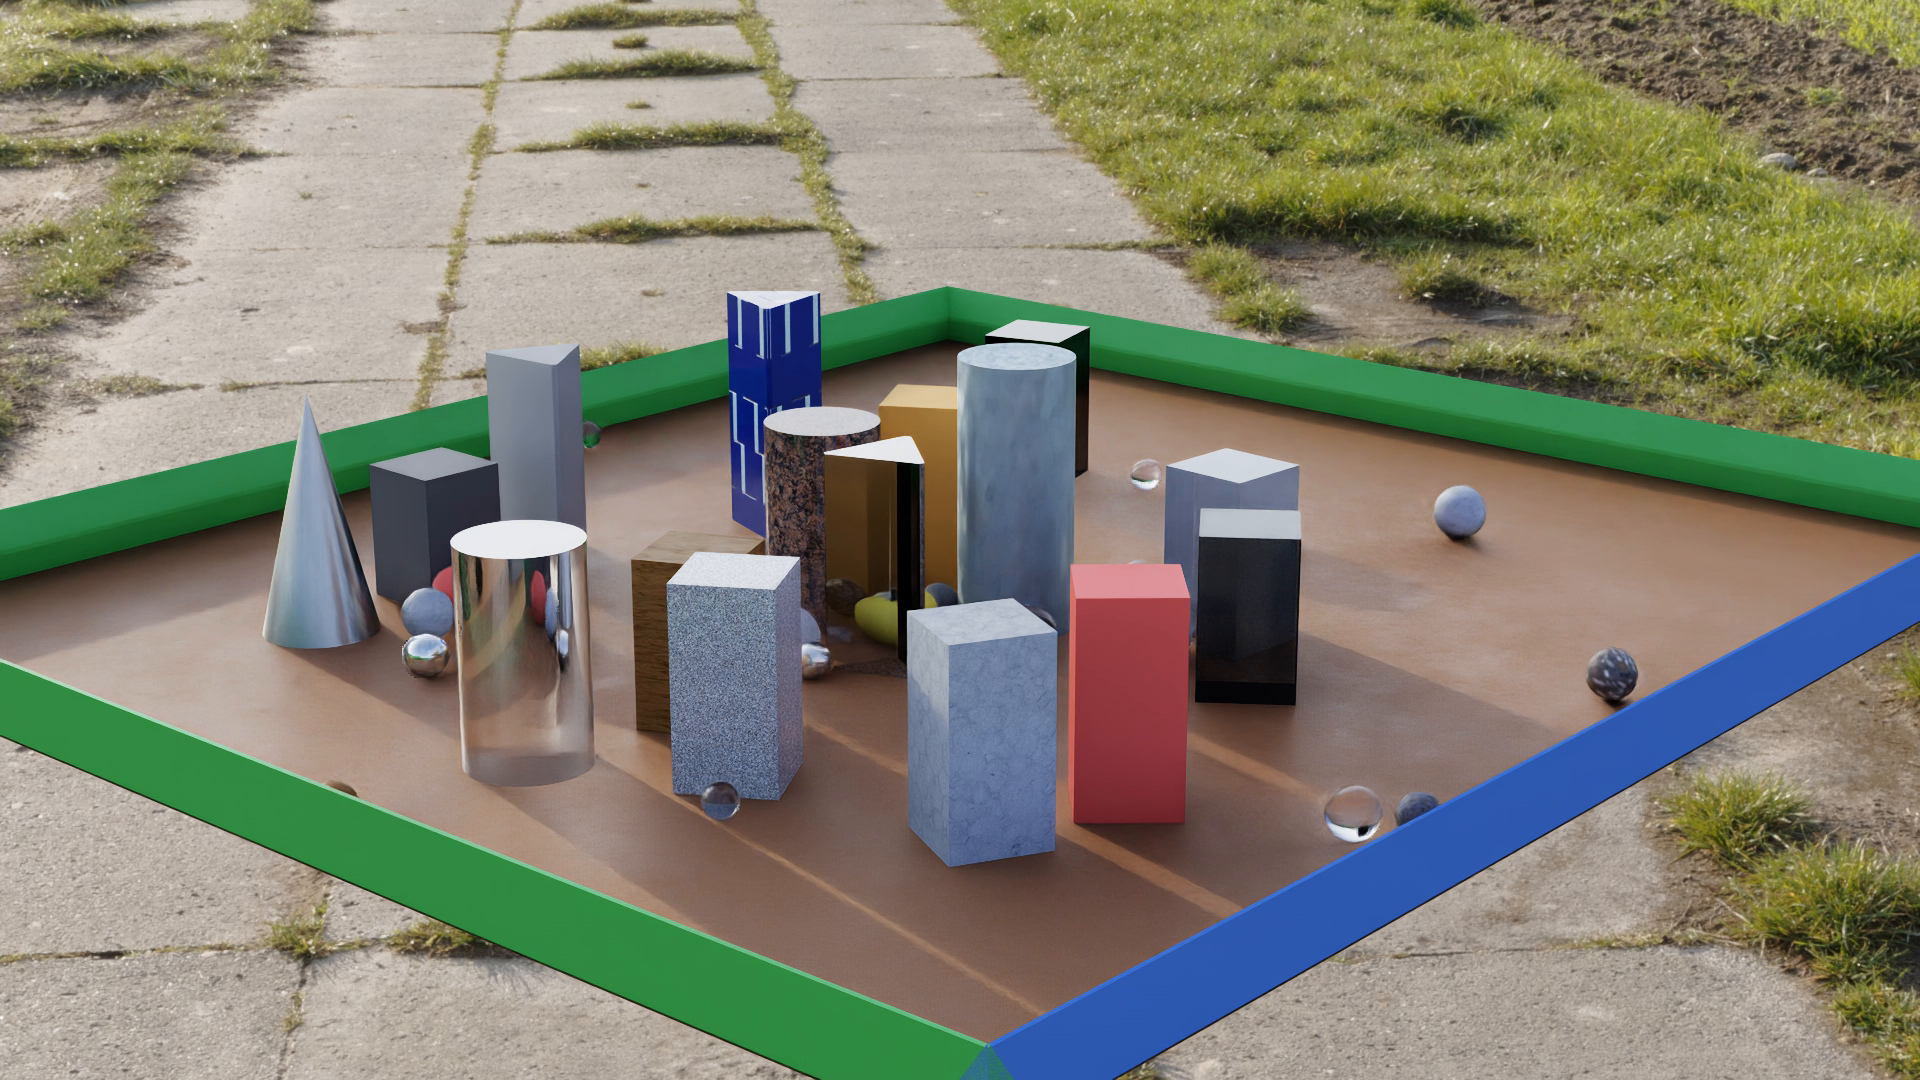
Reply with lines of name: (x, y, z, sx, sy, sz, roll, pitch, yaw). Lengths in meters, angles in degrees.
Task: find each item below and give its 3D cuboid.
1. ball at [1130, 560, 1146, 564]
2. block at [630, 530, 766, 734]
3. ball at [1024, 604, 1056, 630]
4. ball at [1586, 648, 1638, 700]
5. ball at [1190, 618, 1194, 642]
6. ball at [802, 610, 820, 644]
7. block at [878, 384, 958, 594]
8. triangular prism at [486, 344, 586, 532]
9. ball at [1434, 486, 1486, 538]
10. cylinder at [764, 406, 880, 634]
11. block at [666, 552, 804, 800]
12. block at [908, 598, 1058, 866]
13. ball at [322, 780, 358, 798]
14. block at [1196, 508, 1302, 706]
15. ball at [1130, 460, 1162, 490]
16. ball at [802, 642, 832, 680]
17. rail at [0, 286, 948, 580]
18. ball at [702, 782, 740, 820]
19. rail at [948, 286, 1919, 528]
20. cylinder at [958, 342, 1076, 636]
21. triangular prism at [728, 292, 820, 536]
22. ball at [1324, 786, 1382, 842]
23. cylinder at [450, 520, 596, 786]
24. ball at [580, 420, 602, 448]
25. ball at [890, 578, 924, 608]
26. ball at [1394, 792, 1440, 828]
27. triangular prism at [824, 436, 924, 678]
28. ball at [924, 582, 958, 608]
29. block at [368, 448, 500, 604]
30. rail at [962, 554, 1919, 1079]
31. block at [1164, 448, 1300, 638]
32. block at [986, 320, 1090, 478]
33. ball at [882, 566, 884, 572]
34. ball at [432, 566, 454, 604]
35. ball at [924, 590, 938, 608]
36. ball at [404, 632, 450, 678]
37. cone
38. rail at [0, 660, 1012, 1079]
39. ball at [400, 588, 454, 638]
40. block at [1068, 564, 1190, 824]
ball: (0.312, 0.062, 5.157, 0.051, 0.051, 0.051, 0, 17, 0)
block: (-0.397, 0.145, 4.496, 0.157, 0.274, 0.157, 5, 17, 16)
ball: (0.113, 0.151, 4.791, 0.091, 0.091, 0.091, 0, 17, 0)
ball: (1.025, 0.211, 4.610, 0.081, 0.081, 0.081, 0, 17, 0)
ball: (0.333, 0.148, 4.792, 0.096, 0.096, 0.096, 0, 17, 0)
ball: (-0.276, 0.156, 4.766, 0.096, 0.096, 0.096, 0, 17, 0)
block: (-0.048, -0.091, 5.173, 0.157, 0.334, 0.157, 3, 17, 11)
triangular prism: (-0.736, -0.157, 5.310, 0.170, 0.381, 0.147, 12, 21, 35)
ball: (0.930, -0.052, 5.452, 0.098, 0.098, 0.098, 0, 17, 0)
cylinder: (-0.231, -0.034, 4.967, 0.196, 0.345, 0.196, 0, 17, 0)
block: (-0.324, 0.195, 4.252, 0.157, 0.318, 0.157, 3, 17, 10)
block: (0.029, 0.262, 4.030, 0.157, 0.318, 0.157, -6, 18, -21)
ball: (-0.878, 0.369, 4.112, 0.066, 0.066, 0.066, 0, 17, 0)
block: (0.455, 0.104, 4.634, 0.157, 0.272, 0.157, 2, 17, 5)
ball: (0.366, -0.128, 5.772, 0.060, 0.060, 0.060, 0, 17, 0)
ball: (-0.236, 0.193, 4.703, 0.061, 0.061, 0.061, 0, 17, 0)
rail: (-0.992, -0.217, 5.945, 0.045, 0.127, 2.987, 14, 22, 39)
ball: (-0.338, 0.368, 4.138, 0.054, 0.054, 0.054, 0, 17, 0)
rail: (0.964, -0.288, 6.183, 2.675, 0.127, 0.045, 14, 22, 39)
cylinder: (0.094, -0.080, 4.908, 0.196, 0.466, 0.196, 0, 17, 0)
triangular prism: (-0.369, -0.241, 5.486, 0.147, 0.440, 0.170, 10, 19, 29)
ball: (0.544, 0.379, 4.057, 0.079, 0.079, 0.079, 0, 17, 0)
cylinder: (-0.640, 0.165, 4.304, 0.196, 0.347, 0.196, 0, 17, 0)
ball: (-0.772, -0.218, 6.075, 0.057, 0.057, 0.057, 0, 17, 0)
ball: (-0.089, 0.096, 5.020, 0.065, 0.065, 0.065, 0, 17, 0)
ball: (0.637, 0.382, 4.069, 0.065, 0.065, 0.065, 0, 17, 0)
triangular prism: (-0.111, 0.024, 4.748, 0.170, 0.360, 0.147, 6, 18, 20)
ball: (-0.037, 0.107, 4.981, 0.067, 0.067, 0.067, 0, 17, 0)
block: (-0.911, -0.019, 5.106, 0.157, 0.236, 0.157, 15, 22, 40)
rail: (0.992, 0.281, 4.295, 0.045, 0.127, 2.987, 14, 22, 39)
block: (0.453, 0.013, 4.912, 0.157, 0.286, 0.157, 16, 23, 42)
block: (0.154, -0.272, 5.839, 0.157, 0.296, 0.157, 8, 18, 24)
ball: (-0.177, 0.052, 5.129, 0.085, 0.085, 0.085, 0, 17, 0)
ball: (-0.855, 0.088, 5.002, 0.092, 0.092, 0.092, 0, 17, 0)
ball: (-0.073, 0.120, 4.921, 0.076, 0.076, 0.076, 0, 17, 0)
ball: (-0.856, 0.185, 4.712, 0.072, 0.072, 0.072, 0, 17, 0)
cone: (-1.077, -0.045, 4.889, 0.196, 0.411, 0.196, 0, 17, 0)
rail: (-0.964, 0.352, 4.057, 2.675, 0.127, 0.045, 14, 22, 39)
ball: (-0.887, 0.124, 4.887, 0.088, 0.088, 0.088, 0, 17, 0)
block: (0.237, 0.217, 4.156, 0.157, 0.333, 0.157, 0, 17, -1)
